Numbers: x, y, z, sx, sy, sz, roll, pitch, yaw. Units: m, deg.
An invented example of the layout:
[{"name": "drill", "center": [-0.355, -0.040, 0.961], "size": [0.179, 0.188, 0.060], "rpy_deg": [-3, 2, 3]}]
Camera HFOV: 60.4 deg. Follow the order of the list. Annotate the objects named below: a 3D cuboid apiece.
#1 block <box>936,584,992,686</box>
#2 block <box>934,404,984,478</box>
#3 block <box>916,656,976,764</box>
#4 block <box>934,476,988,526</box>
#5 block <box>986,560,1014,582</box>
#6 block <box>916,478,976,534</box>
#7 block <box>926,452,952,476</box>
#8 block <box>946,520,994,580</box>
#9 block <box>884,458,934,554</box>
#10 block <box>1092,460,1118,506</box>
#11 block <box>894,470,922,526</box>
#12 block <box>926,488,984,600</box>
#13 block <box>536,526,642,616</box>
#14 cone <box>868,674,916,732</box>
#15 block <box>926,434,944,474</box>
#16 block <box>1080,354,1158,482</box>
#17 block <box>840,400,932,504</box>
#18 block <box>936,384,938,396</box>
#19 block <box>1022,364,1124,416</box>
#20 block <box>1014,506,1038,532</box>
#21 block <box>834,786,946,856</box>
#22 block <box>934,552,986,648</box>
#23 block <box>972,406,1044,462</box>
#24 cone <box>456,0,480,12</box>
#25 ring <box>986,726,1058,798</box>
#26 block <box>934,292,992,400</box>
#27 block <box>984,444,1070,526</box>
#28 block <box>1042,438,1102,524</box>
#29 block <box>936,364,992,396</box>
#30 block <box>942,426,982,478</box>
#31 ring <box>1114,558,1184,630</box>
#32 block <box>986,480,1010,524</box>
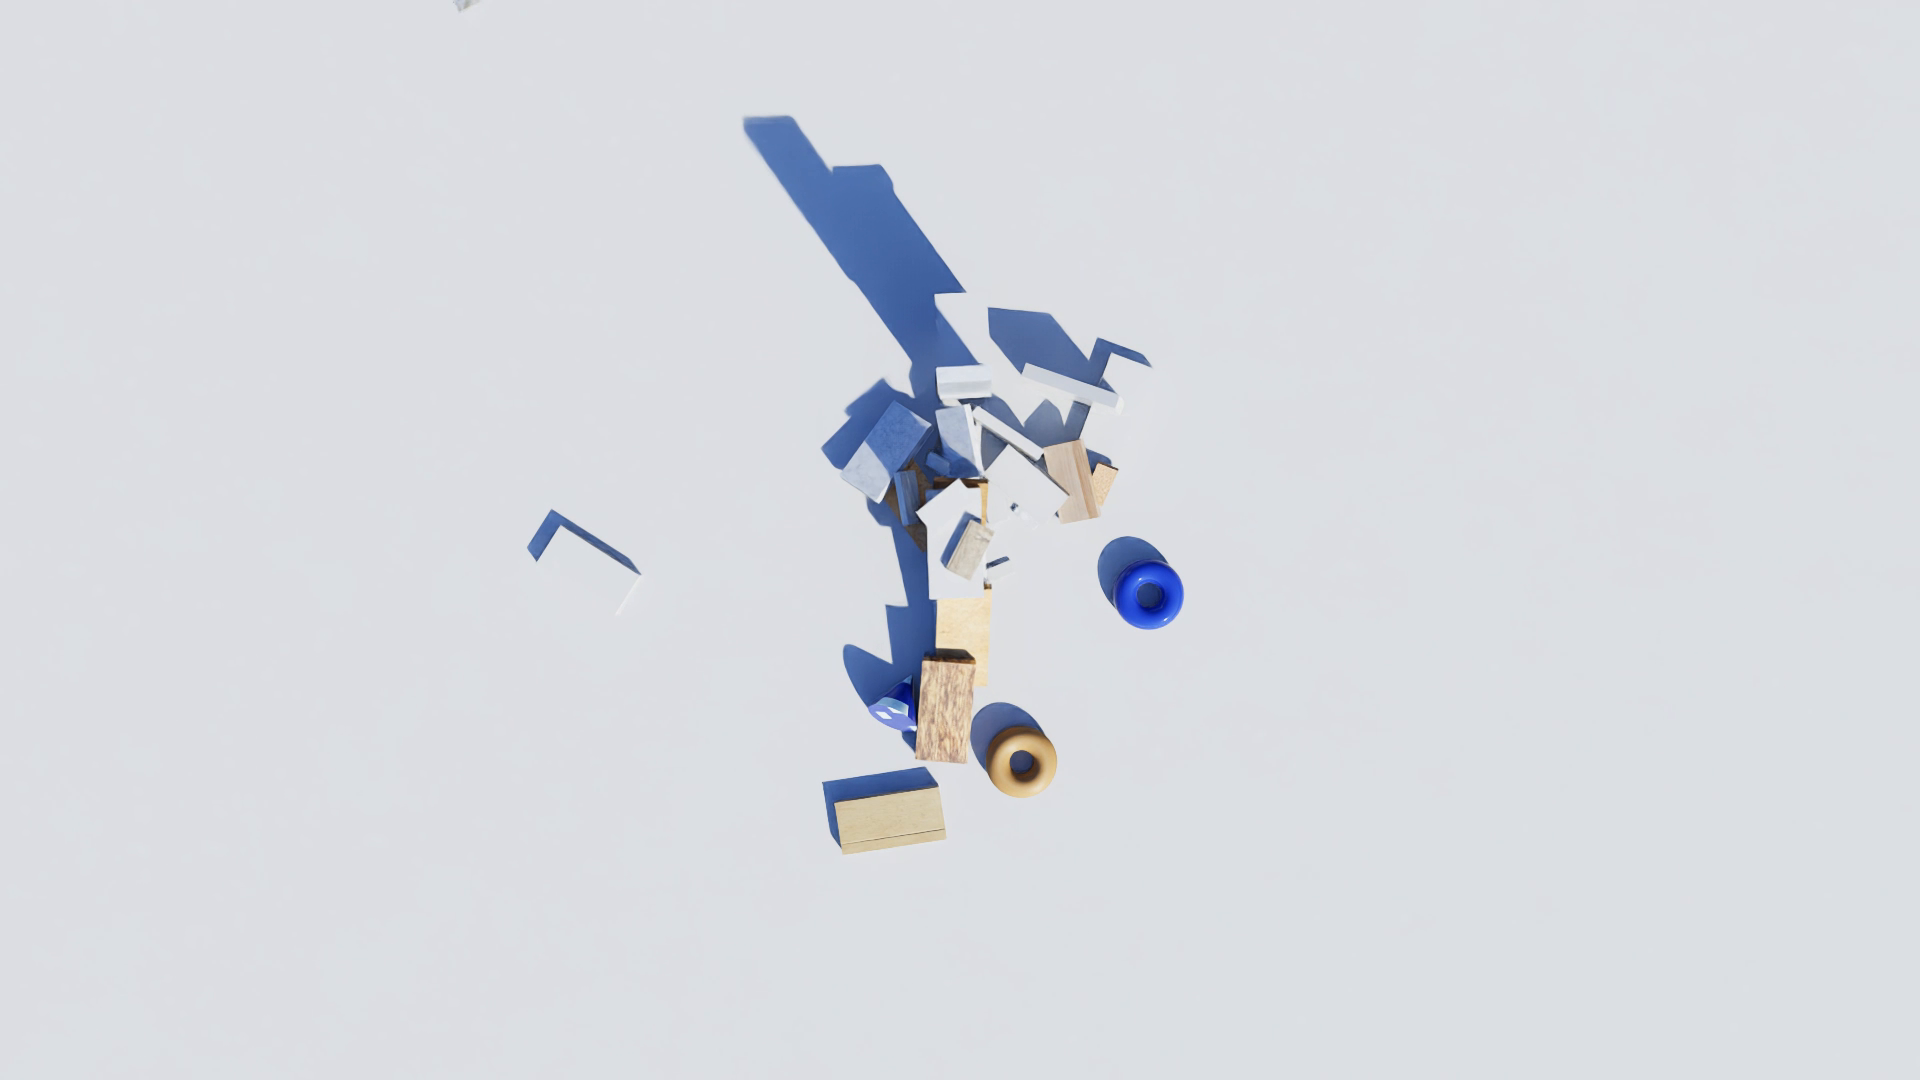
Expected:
[{"name": "block", "center": [0.010, 0.311, 5.410], "size": [0.174, 0.049, 0.348], "rpy_deg": [2, 111, -1]}, {"name": "block", "center": [-0.001, -0.318, 5.393], "size": [0.118, 0.034, 0.237], "rpy_deg": [-8, 96, 35]}, {"name": "block", "center": [-0.048, 0.560, 5.431], "size": [0.174, 0.049, 0.348], "rpy_deg": [5, 105, 0]}, {"name": "block", "center": [-0.006, -0.029, 5.386], "size": [0.175, 0.050, 0.350], "rpy_deg": [2, 111, -3]}, {"name": "block", "center": [0.132, 0.105, 5.493], "size": [0.092, 0.013, 0.046], "rpy_deg": [-22, 90, 0]}, {"name": "block", "center": [-0.045, -0.108, 5.247], "size": [0.175, 0.025, 0.087], "rpy_deg": [-39, 93, 1]}, {"name": "block", "center": [-0.068, -0.250, 5.427], "size": [0.092, 0.013, 0.046], "rpy_deg": [29, 117, 29]}, {"name": "block", "center": [0.033, 0.032, 5.256], "size": [0.087, 0.025, 0.177], "rpy_deg": [27, 92, -2]}, {"name": "block", "center": [-0.150, -0.128, 5.478], "size": [0.155, 0.044, 0.310], "rpy_deg": [-35, 90, 0]}, {"name": "block", "center": [0.465, -0.186, 5.456], "size": [0.071, 0.020, 0.142], "rpy_deg": [22, 120, -1]}, {"name": "block", "center": [-0.168, -0.139, 5.413], "size": [0.025, 0.087, 0.175], "rpy_deg": [-10, 90, 35]}, {"name": "block", "center": [-0.016, 0.011, 5.291], "size": [0.175, 0.050, 0.350], "rpy_deg": [-2, 93, -1]}, {"name": "block", "center": [-1.233, 0.100, 5.478], "size": [0.311, 0.044, 0.155], "rpy_deg": [33, 90, 0]}, {"name": "cone", "center": [-0.191, 0.516, 5.461], "size": [0.173, 0.173, 0.173], "rpy_deg": [24, 63, 0]}, {"name": "block", "center": [-0.050, -0.307, 5.490], "size": [0.071, 0.020, 0.172], "rpy_deg": [22, 90, 0]}, {"name": "block", "center": [0.507, -0.406, 5.477], "size": [0.162, 0.046, 0.395], "rpy_deg": [21, 90, 0]}, {"name": "block", "center": [-0.243, -0.292, 5.443], "size": [0.155, 0.044, 0.311], "rpy_deg": [34, 84, 16]}, {"name": "block", "center": [0.004, -0.501, 5.338], "size": [0.162, 0.324, 0.046], "rpy_deg": [0, 90, 0]}, {"name": "block", "center": [0.371, -0.491, 5.387], "size": [0.325, 0.162, 0.046], "rpy_deg": [20, 90, 12]}, {"name": "block", "center": [0.226, -0.078, 5.493], "size": [0.092, 0.013, 0.046], "rpy_deg": [43, 90, 0]}, {"name": "block", "center": [-0.229, 0.929, 5.475], "size": [0.348, 0.049, 0.174], "rpy_deg": [-9, 90, 0]}, {"name": "block", "center": [0.000, 0.184, 5.413], "size": [0.175, 0.050, 0.350], "rpy_deg": [-1, 112, 0]}, {"name": "block", "center": [0.155, -0.349, 5.434], "size": [0.263, 0.131, 0.037], "rpy_deg": [34, 90, 0]}, {"name": "cone", "center": [-1.597, -1.820, 5.471], "size": [0.131, 0.131, 0.131], "rpy_deg": [-10, 90, -27]}, {"name": "ring", "center": [0.204, 0.735, 5.461], "size": [0.238, 0.079, 0.238], "rpy_deg": [0, 91, -1]}, {"name": "block", "center": [0.011, -0.607, 5.153], "size": [0.162, 0.046, 0.324], "rpy_deg": [-3, 90, 0]}, {"name": "block", "center": [0.220, -0.181, 5.441], "size": [0.263, 0.037, 0.131], "rpy_deg": [41, 101, 5]}, {"name": "block", "center": [0.370, -0.193, 5.443], "size": [0.131, 0.037, 0.263], "rpy_deg": [-11, 98, 20]}, {"name": "block", "center": [0.013, -0.480, 4.967], "size": [0.162, 0.325, 0.046], "rpy_deg": [-3, 89, 0]}, {"name": "block", "center": [0.004, -0.262, 5.468], "size": [0.118, 0.034, 0.237], "rpy_deg": [2, 93, -9]}, {"name": "ring", "center": [0.625, 0.181, 5.462], "size": [0.237, 0.079, 0.237], "rpy_deg": [0, 91, 1]}, {"name": "block", "center": [0.115, -0.128, 5.490], "size": [0.071, 0.020, 0.142], "rpy_deg": [-13, 90, 0]}]
